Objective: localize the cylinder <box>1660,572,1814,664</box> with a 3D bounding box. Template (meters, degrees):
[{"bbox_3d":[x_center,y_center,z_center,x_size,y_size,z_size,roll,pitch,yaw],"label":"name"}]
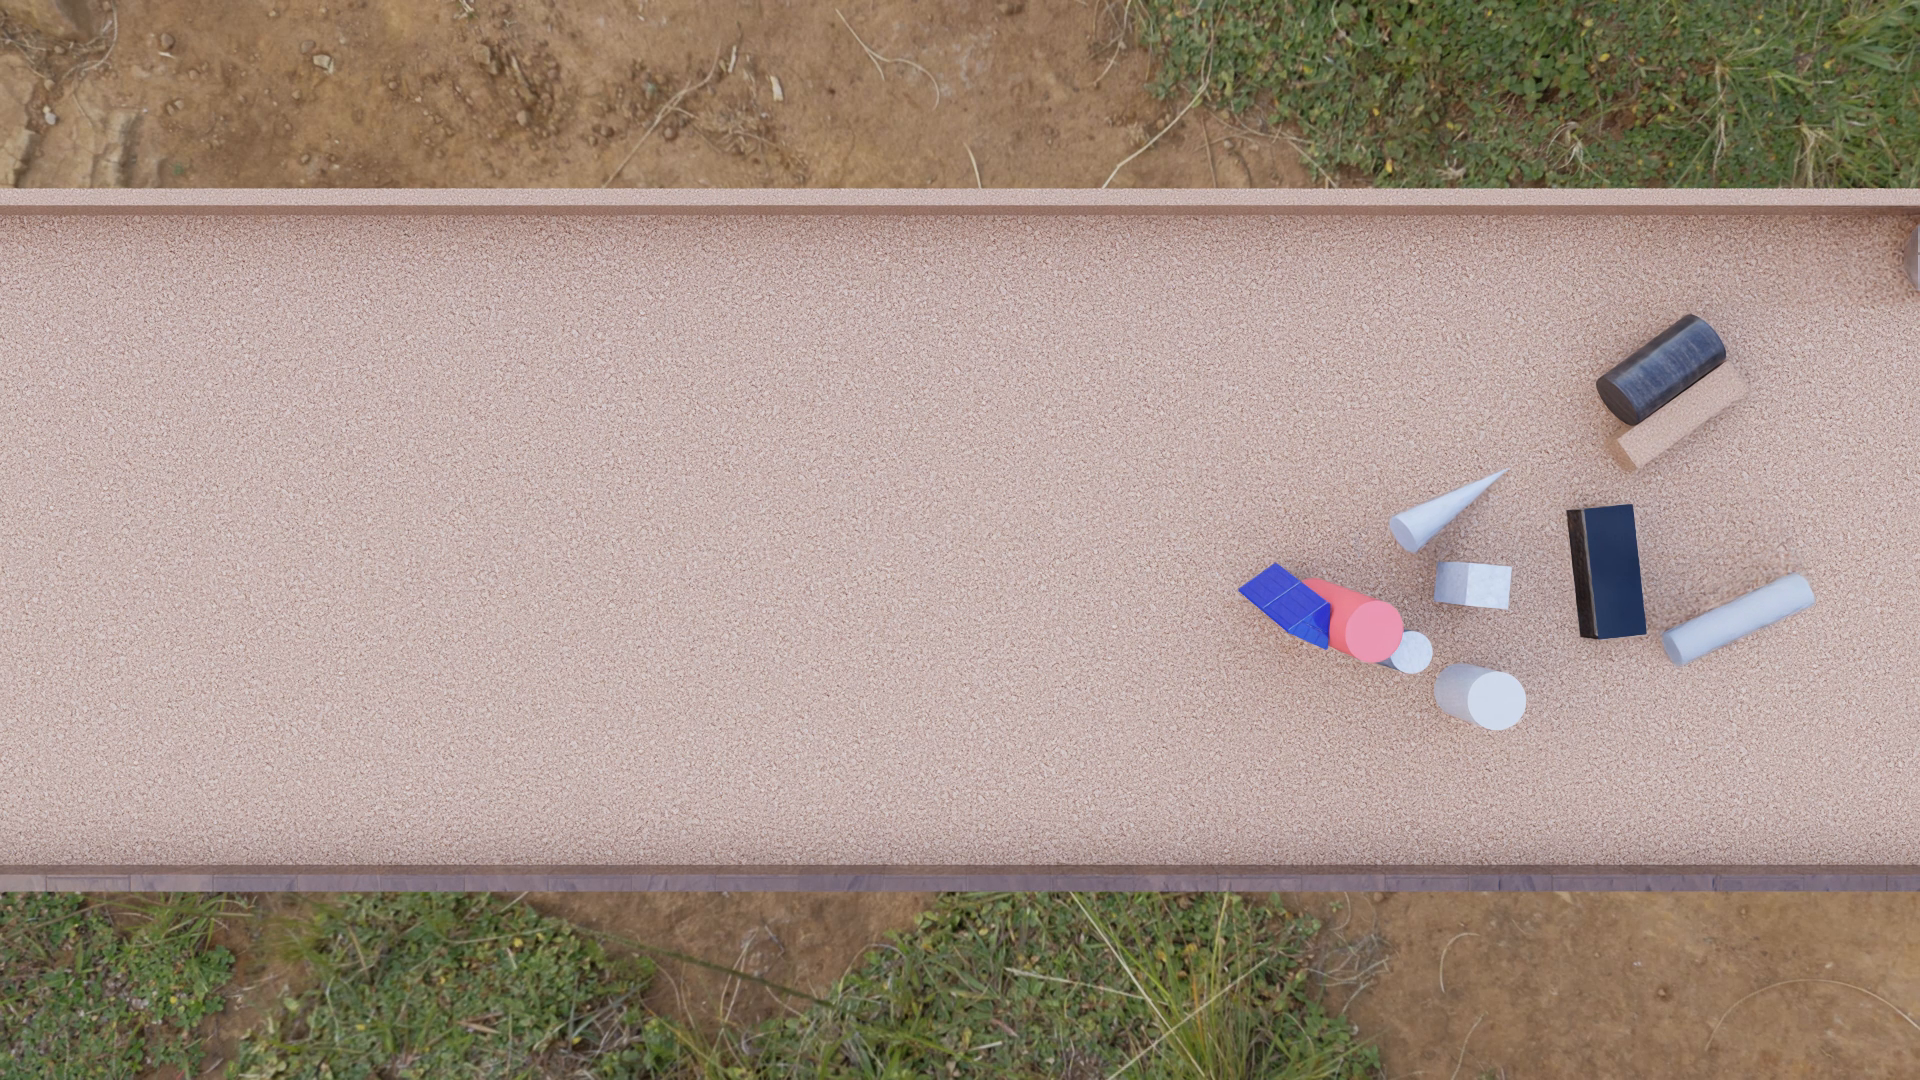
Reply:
[{"bbox_3d":[2.366,0.239,5.023,0.439,0.107,0.107,-25,90,0],"label":"cylinder"}]

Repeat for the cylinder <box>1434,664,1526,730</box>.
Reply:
[{"bbox_3d":[1.543,0.462,4.908,0.169,0.337,0.169,0,90,0],"label":"cylinder"}]

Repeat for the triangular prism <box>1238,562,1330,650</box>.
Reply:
[{"bbox_3d":[0.981,0.179,4.879,0.144,0.351,0.125,24,101,-21],"label":"triangular prism"}]

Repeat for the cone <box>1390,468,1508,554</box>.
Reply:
[{"bbox_3d":[1.521,-0.119,5.045,0.410,0.129,0.129,-31,90,-9],"label":"cone"}]

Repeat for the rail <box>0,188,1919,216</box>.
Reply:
[{"bbox_3d":[-2.247,-1.025,5.002,12.000,0.150,0.050,0,90,0],"label":"rail"}]

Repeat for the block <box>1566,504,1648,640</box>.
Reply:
[{"bbox_3d":[1.960,0.095,5.003,0.146,0.146,0.392,-6,90,0],"label":"block"}]

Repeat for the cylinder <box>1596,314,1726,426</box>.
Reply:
[{"bbox_3d":[2.118,-0.514,4.988,0.328,0.178,0.178,-36,90,0],"label":"cylinder"}]

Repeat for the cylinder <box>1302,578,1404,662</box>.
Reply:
[{"bbox_3d":[1.124,0.232,4.854,0.179,0.414,0.179,-2,98,-12],"label":"cylinder"}]

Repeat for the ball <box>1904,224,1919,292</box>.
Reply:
[{"bbox_3d":[2.987,-0.853,4.931,0.290,0.290,0.290,0,90,0],"label":"ball"}]

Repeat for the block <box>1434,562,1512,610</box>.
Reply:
[{"bbox_3d":[1.525,0.133,4.917,0.123,0.319,0.123,6,90,0],"label":"block"}]

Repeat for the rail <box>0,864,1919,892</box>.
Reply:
[{"bbox_3d":[-2.247,1.025,5.001,12.000,0.150,0.050,0,90,0],"label":"rail"}]

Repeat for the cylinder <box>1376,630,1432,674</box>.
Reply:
[{"bbox_3d":[1.289,0.320,4.896,0.122,0.359,0.122,0,91,-1],"label":"cylinder"}]

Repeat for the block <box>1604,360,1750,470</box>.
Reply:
[{"bbox_3d":[2.178,-0.378,5.021,0.412,0.110,0.110,-36,90,0],"label":"block"}]
